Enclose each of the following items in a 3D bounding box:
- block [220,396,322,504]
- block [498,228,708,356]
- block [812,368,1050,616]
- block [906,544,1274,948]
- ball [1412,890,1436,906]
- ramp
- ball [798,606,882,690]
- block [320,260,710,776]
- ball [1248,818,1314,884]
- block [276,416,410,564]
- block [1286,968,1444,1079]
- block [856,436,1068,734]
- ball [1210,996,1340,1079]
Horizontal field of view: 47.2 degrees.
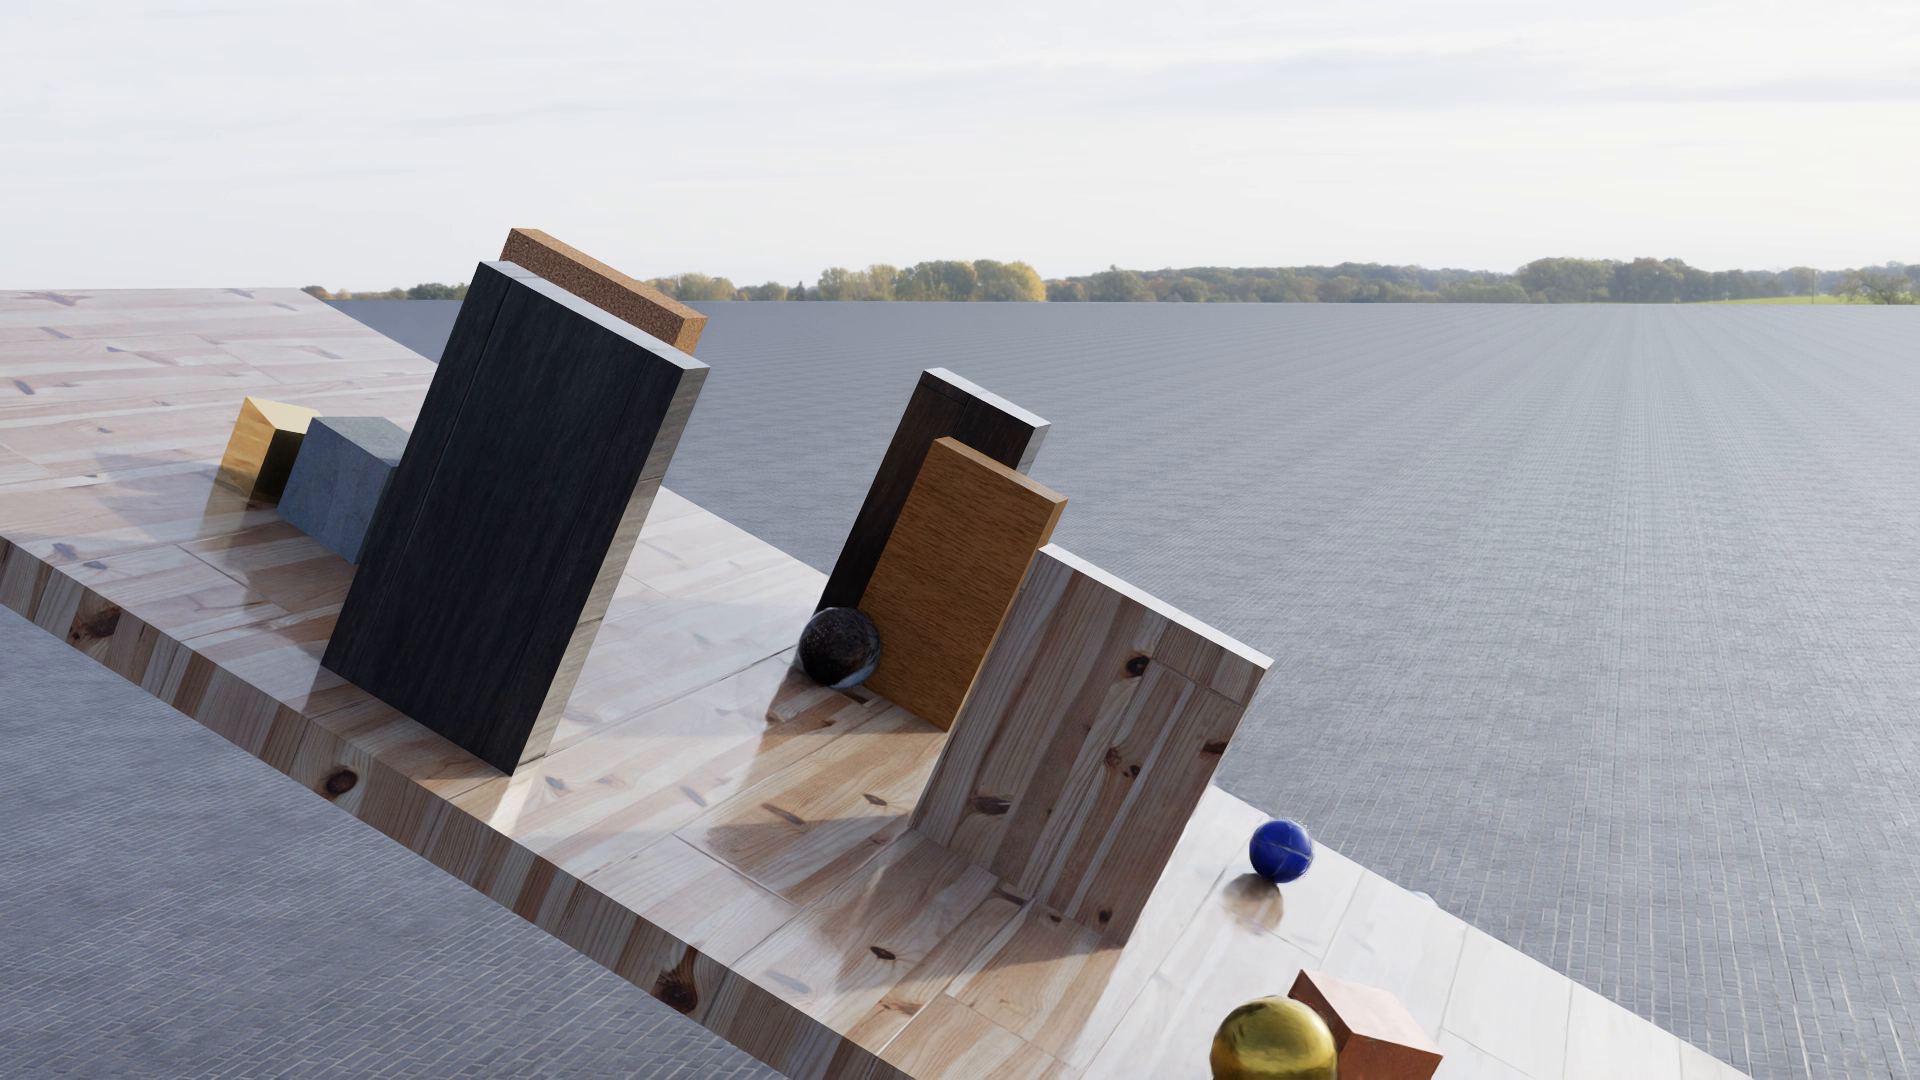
[{"bbox_3d":[-1.271,-0.162,4.130,0.146,0.146,0.146,11,19,-45],"label":"block"},{"bbox_3d":[-0.753,-0.172,3.941,0.365,0.675,0.097,28,14,12],"label":"block"},{"bbox_3d":[-0.064,-0.041,4.808,0.275,0.607,0.132,28,14,12],"label":"block"},{"bbox_3d":[0.225,0.361,3.887,0.444,0.565,0.093,28,14,12],"label":"block"},{"bbox_3d":[1.270,1.047,6.135,0.133,0.133,0.133,0,7,0],"label":"ball"},{"bbox_3d":[-0.258,0.439,4.167,4.000,0.100,2.000,28,14,12],"label":"ramp"},{"bbox_3d":[-0.242,0.218,4.455,0.168,0.168,0.168,0,7,0],"label":"ball"},{"bbox_3d":[-0.702,-0.033,3.437,0.374,0.708,0.097,28,14,12],"label":"block"},{"bbox_3d":[0.661,0.640,4.525,0.134,0.134,0.134,0,7,0],"label":"ball"},{"bbox_3d":[-1.095,-0.095,4.071,0.199,0.199,0.199,30,14,20],"label":"block"},{"bbox_3d":[0.629,0.845,3.583,0.185,0.185,0.185,19,15,-24],"label":"block"},{"bbox_3d":[-0.025,0.091,4.535,0.284,0.533,0.101,28,14,12],"label":"block"},{"bbox_3d":[0.490,0.813,3.427,0.201,0.201,0.201,0,7,0],"label":"ball"}]
